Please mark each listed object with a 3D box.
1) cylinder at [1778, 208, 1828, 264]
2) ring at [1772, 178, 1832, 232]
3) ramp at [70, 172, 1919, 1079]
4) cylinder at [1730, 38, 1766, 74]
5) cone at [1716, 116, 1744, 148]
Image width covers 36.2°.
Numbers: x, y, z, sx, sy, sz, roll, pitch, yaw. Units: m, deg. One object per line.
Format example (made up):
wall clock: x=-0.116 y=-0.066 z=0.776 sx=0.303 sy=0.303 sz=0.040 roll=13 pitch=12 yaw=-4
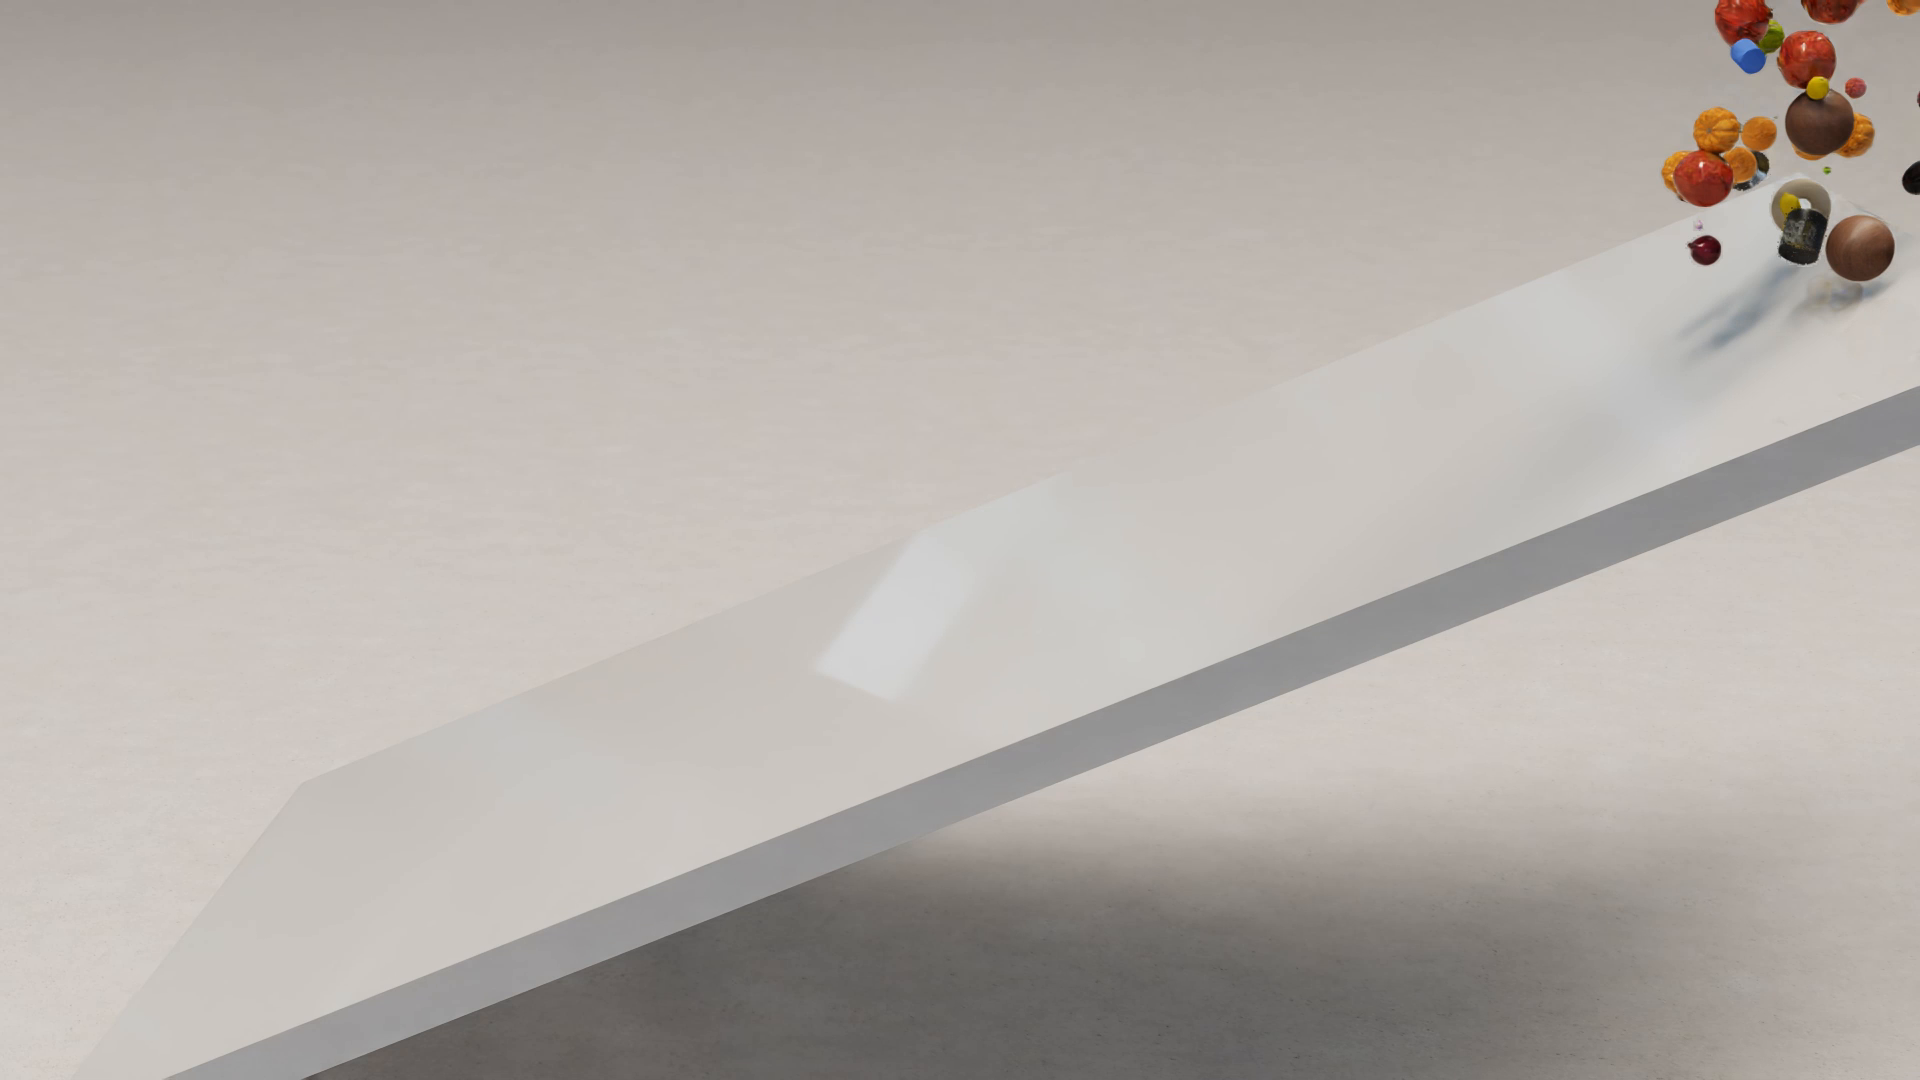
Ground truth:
cylinder: x=1.646 y=-0.593 z=5.745 sx=0.078 sy=0.078 sz=0.078 roll=18 pitch=-20 yaw=7
ring: x=1.762 y=-0.696 z=6.162 sx=0.122 sy=0.122 sz=0.041 roll=2 pitch=15 yaw=7
ramp: x=0.129 y=0.171 z=6.286 sx=4.000 sy=0.100 sz=2.000 roll=-22 pitch=13 yaw=8
cylinder: x=1.525 y=-0.937 z=5.694 sx=0.052 sy=0.052 sz=0.052 roll=-3 pitch=32 yaw=-10
cone: x=1.517 y=-0.802 z=5.844 sx=0.059 sy=0.059 sz=0.059 roll=13 pitch=32 yaw=-8
